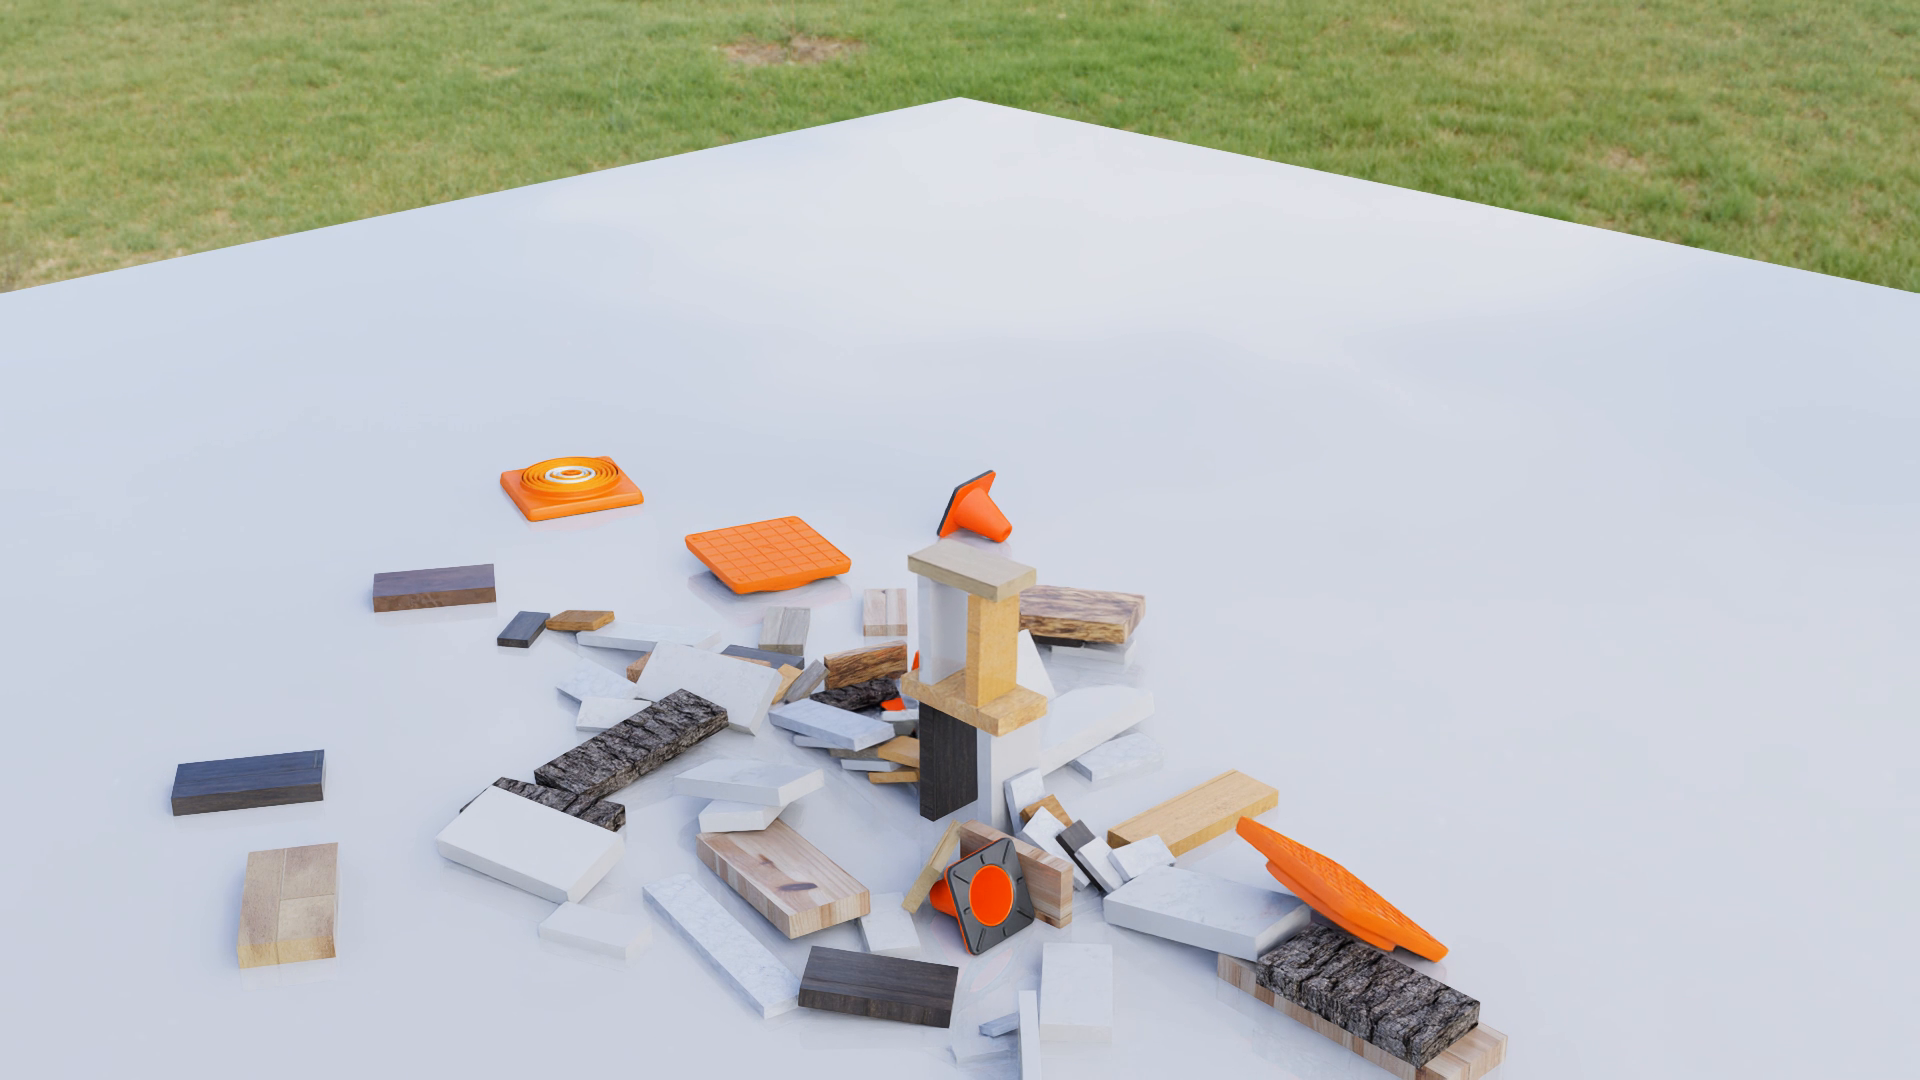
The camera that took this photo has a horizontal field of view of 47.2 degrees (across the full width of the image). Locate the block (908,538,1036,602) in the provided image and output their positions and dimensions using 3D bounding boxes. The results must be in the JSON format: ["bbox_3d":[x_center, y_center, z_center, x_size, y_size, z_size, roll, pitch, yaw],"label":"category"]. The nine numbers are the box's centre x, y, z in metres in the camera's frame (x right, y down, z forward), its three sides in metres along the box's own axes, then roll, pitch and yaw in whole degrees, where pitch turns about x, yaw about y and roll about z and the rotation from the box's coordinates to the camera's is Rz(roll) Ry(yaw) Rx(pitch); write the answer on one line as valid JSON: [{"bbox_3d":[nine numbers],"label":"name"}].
[{"bbox_3d":[0.023,0.057,4.213,0.228,0.032,0.114,19,29,38],"label":"block"}]

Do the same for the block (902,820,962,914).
[{"bbox_3d":[-0.049,0.615,4.152,0.029,0.104,0.208,32,21,2],"label":"block"}]

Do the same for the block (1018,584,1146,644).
[{"bbox_3d":[0.242,0.169,5.157,0.350,0.050,0.175,5,23,21],"label":"block"}]

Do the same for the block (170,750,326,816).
[{"bbox_3d":[-1.462,0.499,4.532,0.293,0.042,0.147,-5,23,-12],"label":"block"}]

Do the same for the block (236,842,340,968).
[{"bbox_3d":[-1.249,0.678,4.103,0.166,0.047,0.333,-5,24,-12],"label":"block"}]

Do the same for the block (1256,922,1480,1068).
[{"bbox_3d":[0.693,0.772,3.755,0.170,0.048,0.340,-21,31,-40],"label":"block"}]

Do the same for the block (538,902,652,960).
[{"bbox_3d":[-0.669,0.716,4.039,0.184,0.026,0.092,10,25,21],"label":"block"}]

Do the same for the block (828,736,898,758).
[{"bbox_3d":[-0.195,0.435,4.632,0.155,0.022,0.077,-4,14,43],"label":"block"}]

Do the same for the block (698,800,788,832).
[{"bbox_3d":[-0.414,0.520,4.399,0.132,0.037,0.264,-5,11,14],"label":"block"}]

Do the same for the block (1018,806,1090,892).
[{"bbox_3d":[0.194,0.591,4.210,0.161,0.023,0.081,41,44,4],"label":"block"}]

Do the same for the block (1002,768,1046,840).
[{"bbox_3d":[0.137,0.535,4.296,0.081,0.161,0.023,-21,12,-40],"label":"block"}]

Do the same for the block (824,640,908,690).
[{"bbox_3d":[-0.211,0.290,4.953,0.193,0.096,0.027,-11,25,-23],"label":"block"}]

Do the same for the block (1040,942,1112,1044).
[{"bbox_3d":[0.204,0.791,3.852,0.124,0.035,0.247,1,23,3],"label":"block"}]

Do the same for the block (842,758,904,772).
[{"bbox_3d":[-0.171,0.458,4.595,0.150,0.021,0.075,-3,15,46],"label":"block"}]

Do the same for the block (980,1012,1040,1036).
[{"bbox_3d":[0.085,0.828,3.770,0.094,0.013,0.047,-13,4,-29],"label":"block"}]

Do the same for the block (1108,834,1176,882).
[{"bbox_3d":[0.348,0.609,4.202,0.132,0.019,0.066,-11,55,-42],"label":"block"}]

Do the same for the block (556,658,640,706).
[{"bbox_3d":[-0.806,0.332,4.893,0.190,0.027,0.095,21,58,41],"label":"block"}]

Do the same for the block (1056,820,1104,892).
[{"bbox_3d":[0.248,0.603,4.205,0.132,0.019,0.066,49,45,13],"label":"block"}]

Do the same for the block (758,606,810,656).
[{"bbox_3d":[-0.415,0.216,5.215,0.105,0.030,0.210,0,23,1],"label":"block"}]

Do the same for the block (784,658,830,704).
[{"bbox_3d":[-0.341,0.319,4.899,0.111,0.016,0.055,-48,35,-3],"label":"block"}]

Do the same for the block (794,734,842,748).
[{"bbox_3d":[-0.274,0.418,4.690,0.155,0.022,0.077,-1,16,44],"label":"block"}]

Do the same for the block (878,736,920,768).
[{"bbox_3d":[-0.088,0.438,4.517,0.150,0.021,0.075,10,23,40],"label":"block"}]

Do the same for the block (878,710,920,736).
[{"bbox_3d":[-0.139,0.395,4.664,0.077,0.022,0.155,-1,-22,-13],"label":"block"}]

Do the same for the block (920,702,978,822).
[{"bbox_3d":[-0.020,0.419,4.428,0.038,0.269,0.135,21,31,40],"label":"block"}]

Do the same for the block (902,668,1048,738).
[{"bbox_3d":[0.026,0.303,4.307,0.135,0.038,0.269,-21,31,-40],"label":"block"}]

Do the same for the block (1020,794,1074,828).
[{"bbox_3d":[0.193,0.576,4.255,0.081,0.023,0.161,-21,68,-40],"label":"block"}]

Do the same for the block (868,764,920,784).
[{"bbox_3d":[-0.112,0.476,4.538,0.075,0.021,0.150,-23,9,-41],"label":"block"}]

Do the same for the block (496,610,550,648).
[{"bbox_3d":[-1.037,0.213,5.232,0.076,0.022,0.153,4,23,9],"label":"block"}]

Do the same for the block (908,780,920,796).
[{"bbox_3d":[-0.053,0.502,4.560,0.102,0.014,0.051,-10,25,-22],"label":"block"}]

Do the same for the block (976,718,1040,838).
[{"bbox_3d":[0.096,0.470,4.309,0.135,0.269,0.038,-21,29,-40],"label":"block"}]

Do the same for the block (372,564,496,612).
[{"bbox_3d":[-1.297,0.118,5.430,0.292,0.041,0.146,-5,23,-11],"label":"block"}]
